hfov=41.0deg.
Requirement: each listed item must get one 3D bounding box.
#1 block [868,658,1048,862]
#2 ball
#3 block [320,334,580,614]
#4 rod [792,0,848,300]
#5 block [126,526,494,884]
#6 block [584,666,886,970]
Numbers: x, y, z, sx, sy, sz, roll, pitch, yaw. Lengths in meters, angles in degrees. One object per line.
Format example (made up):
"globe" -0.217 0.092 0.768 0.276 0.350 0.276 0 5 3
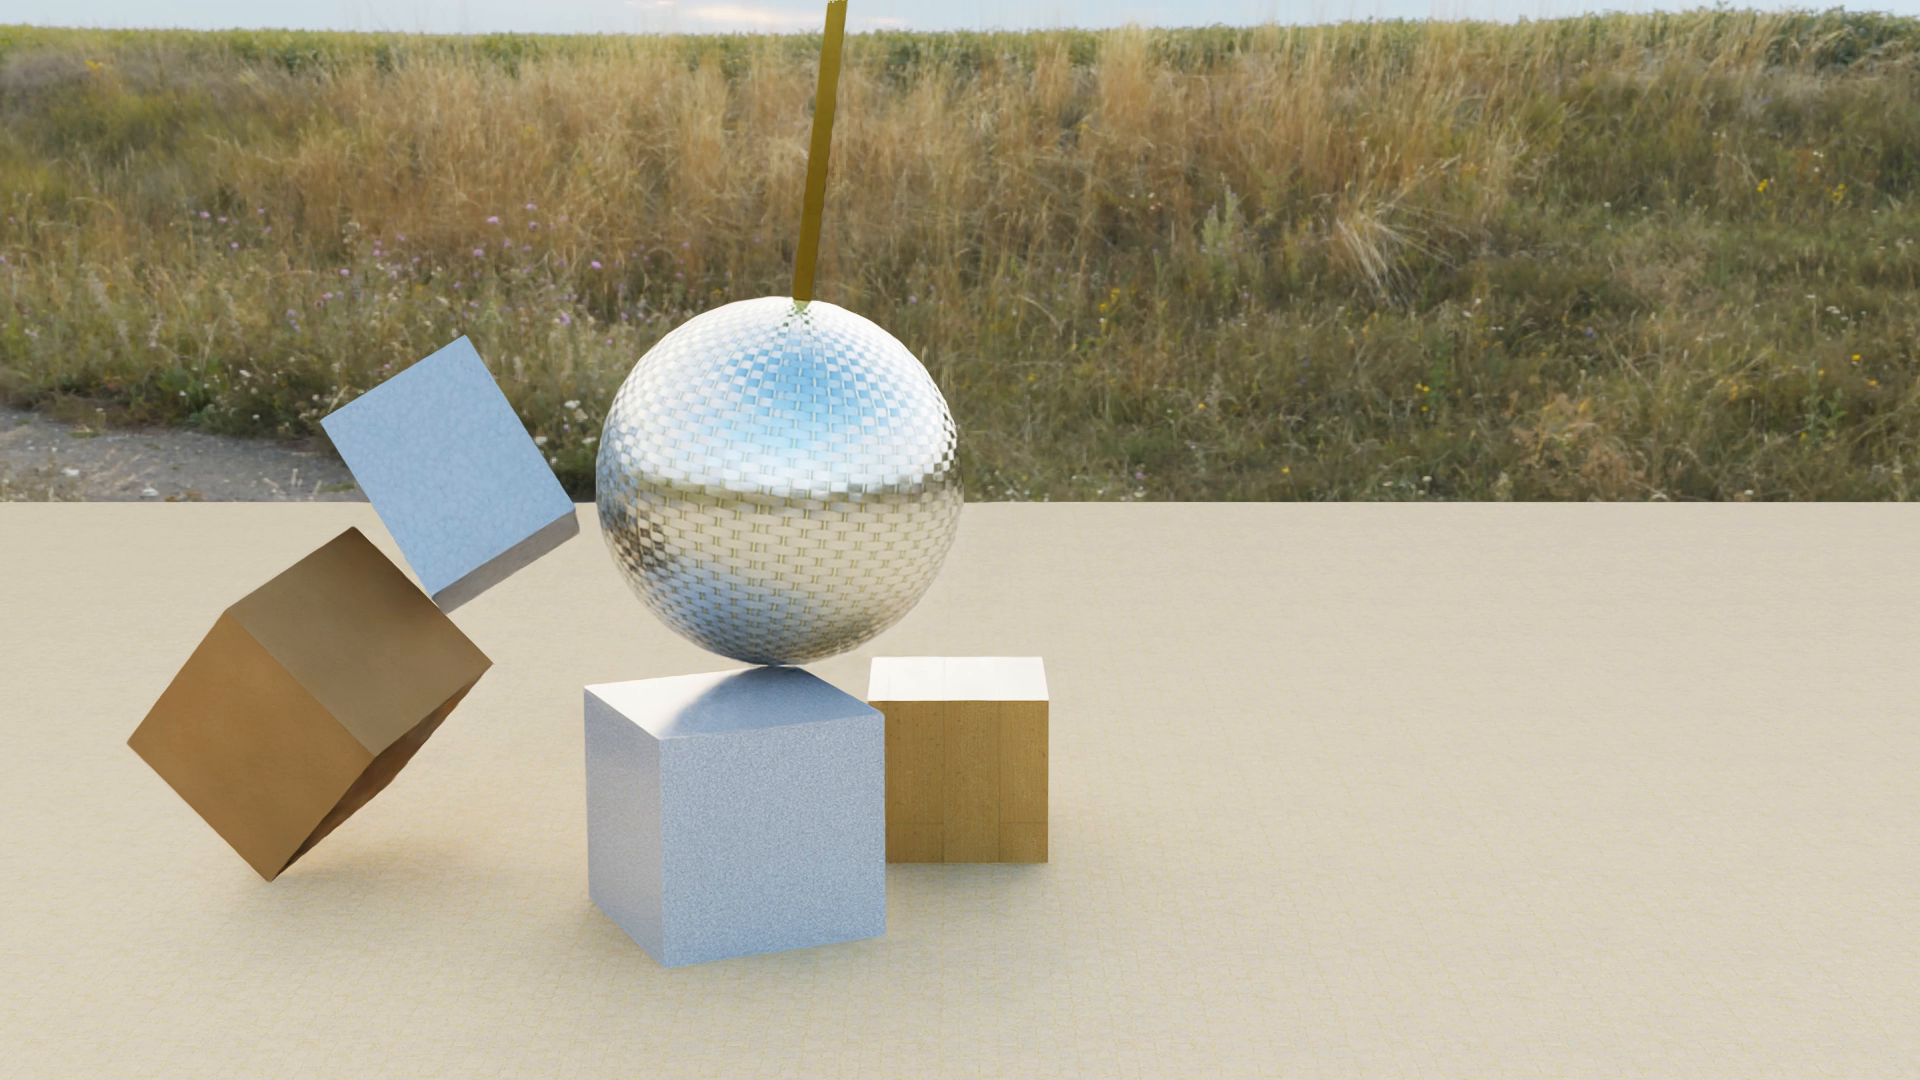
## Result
"block" -0.010 1.008 11.916 0.808 0.753 0.854 0 10 0
"ball" -0.780 -0.253 11.134 1.600 1.600 1.600 0 10 0
"block" -2.262 -0.274 11.490 0.728 0.902 0.779 -32 -3 -10
"rod" -0.338 -3.570 10.531 0.080 5.200 0.080 7 10 -1
"block" -2.877 0.721 11.389 1.001 0.879 0.931 -45 0 33
"block" -0.954 1.126 10.746 0.962 0.941 0.989 -5 11 -25
